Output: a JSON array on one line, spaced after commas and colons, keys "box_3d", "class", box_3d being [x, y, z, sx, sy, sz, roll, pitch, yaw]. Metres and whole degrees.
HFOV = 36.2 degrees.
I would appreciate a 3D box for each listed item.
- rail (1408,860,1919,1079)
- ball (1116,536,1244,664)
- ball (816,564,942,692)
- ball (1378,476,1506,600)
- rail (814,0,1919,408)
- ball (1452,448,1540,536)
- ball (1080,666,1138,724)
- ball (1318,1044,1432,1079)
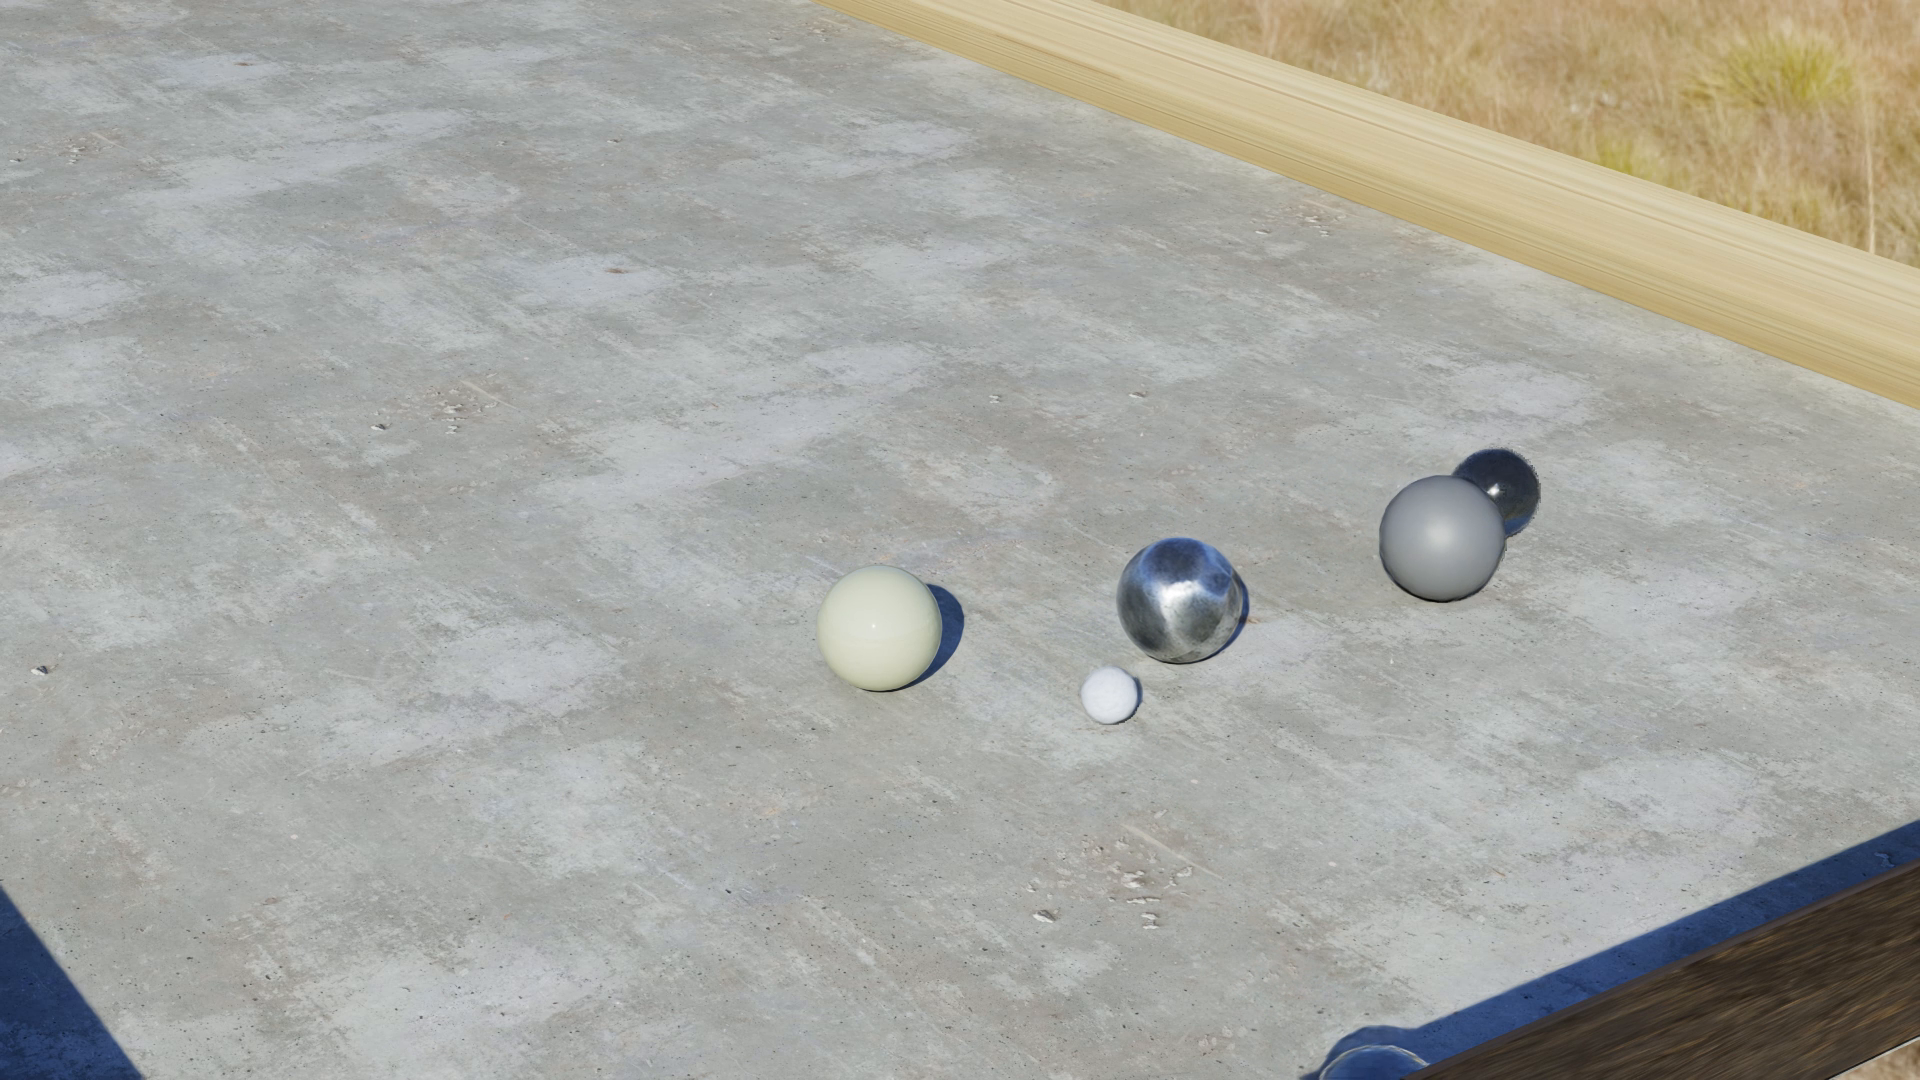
[{"box_3d": [0.454, 0.246, 1.635, 1.842, 0.124, 0.045, -15, 28, -31], "class": "rail"}, {"box_3d": [0.160, 0.044, 2.139, 0.092, 0.092, 0.092, 0, 24, 0], "class": "ball"}, {"box_3d": [-0.058, 0.063, 2.098, 0.090, 0.090, 0.090, 0, 24, 0], "class": "ball"}, {"box_3d": [0.367, -0.001, 2.238, 0.096, 0.096, 0.096, 0, 24, 0], "class": "ball"}, {"box_3d": [0.275, -0.500, 3.338, 0.045, 0.124, 3.325, -15, 28, -31], "class": "rail"}, {"box_3d": [0.426, -0.037, 2.348, 0.072, 0.072, 0.072, 0, 24, 0], "class": "ball"}, {"box_3d": [0.104, 0.108, 2.056, 0.040, 0.040, 0.040, 0, 24, 0], "class": "ball"}, {"box_3d": [0.223, 0.306, 1.561, 0.076, 0.076, 0.076, 0, 24, 0], "class": "ball"}]
